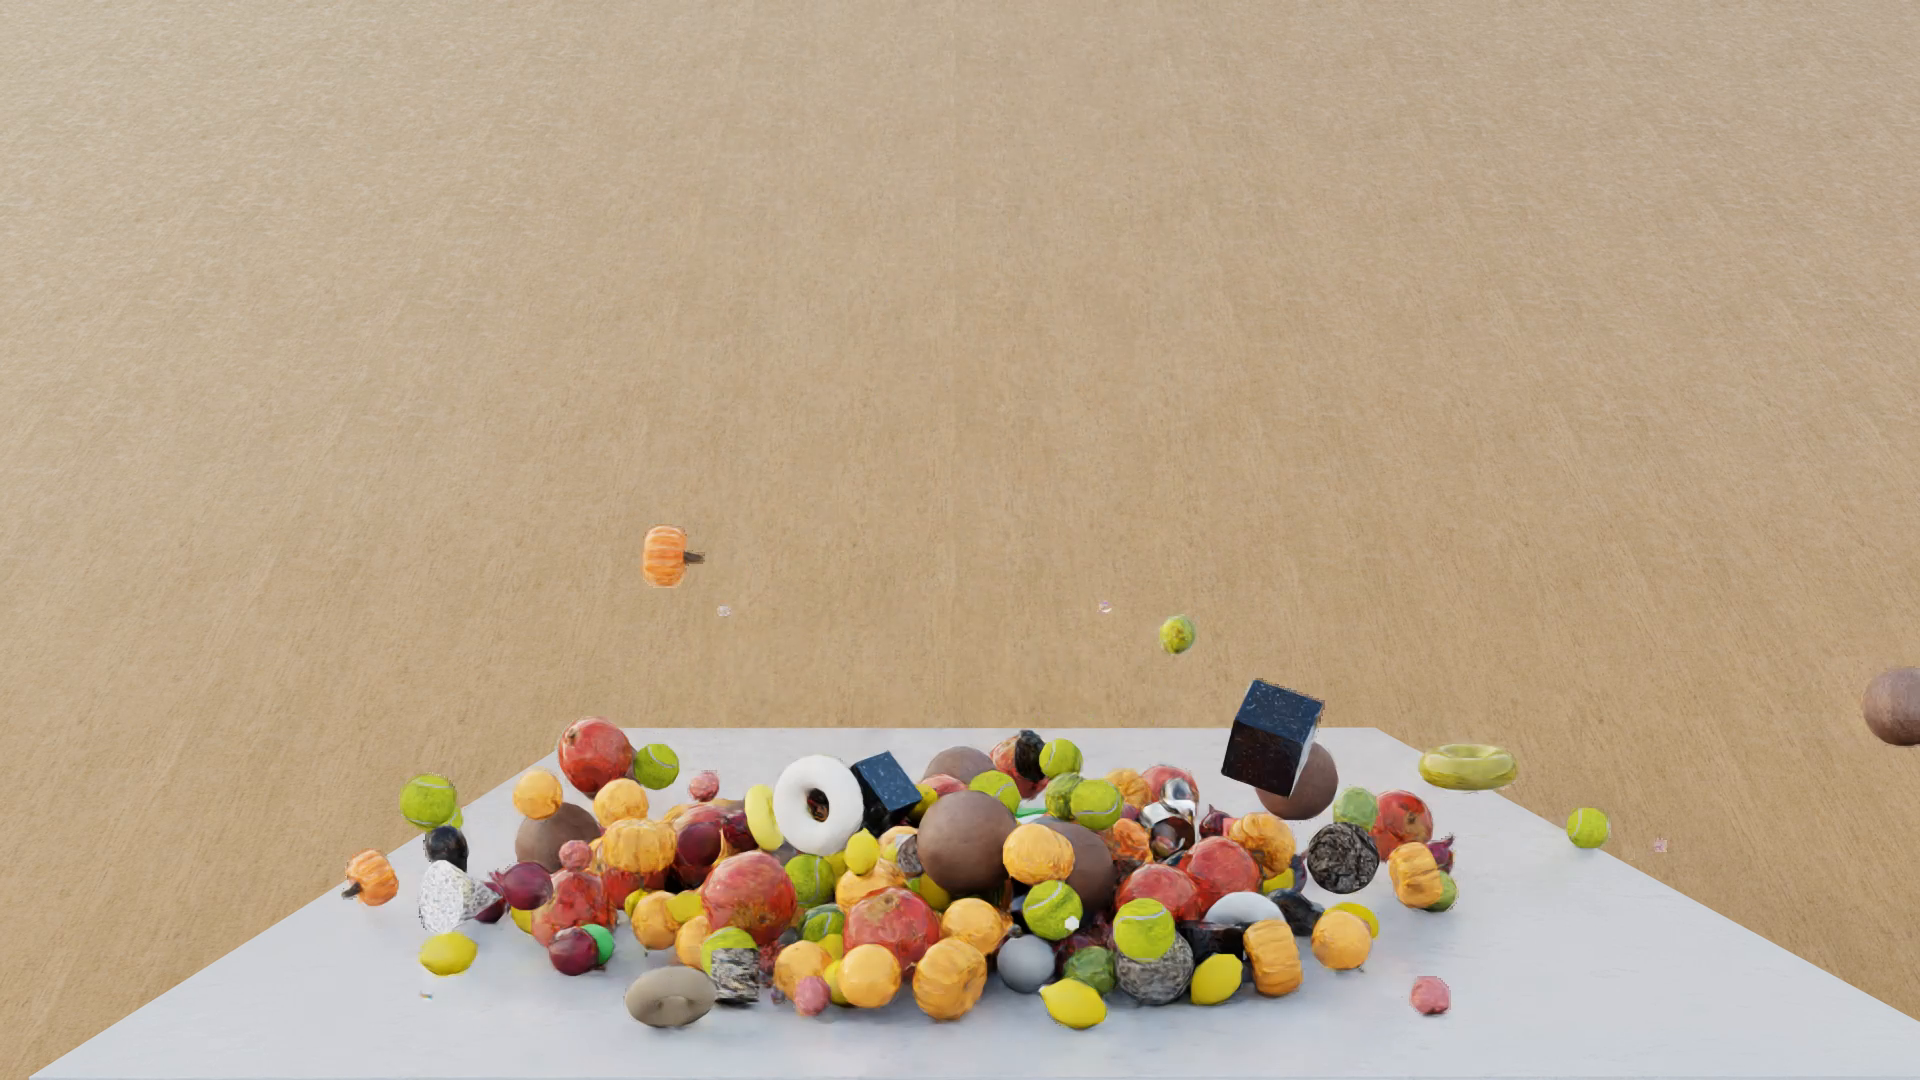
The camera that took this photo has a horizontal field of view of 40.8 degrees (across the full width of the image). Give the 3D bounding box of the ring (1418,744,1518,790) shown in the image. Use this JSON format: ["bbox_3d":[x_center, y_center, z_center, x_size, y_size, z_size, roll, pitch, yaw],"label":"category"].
[{"bbox_3d":[0.766,0.343,3.897,0.148,0.049,0.148,-2,8,0],"label":"ring"}]

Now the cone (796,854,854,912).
[{"bbox_3d":[-0.204,0.504,3.671,0.085,0.085,0.085,7,29,12],"label":"cone"}]

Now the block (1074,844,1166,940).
[{"bbox_3d":[0.205,0.461,3.357,0.096,0.096,0.096,22,0,5],"label":"block"}]

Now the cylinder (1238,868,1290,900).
[{"bbox_3d":[0.424,0.490,3.602,0.052,0.052,0.052,19,23,-16],"label":"cylinder"}]

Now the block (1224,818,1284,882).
[{"bbox_3d":[0.450,0.475,3.961,0.088,0.088,0.088,0,1,3],"label":"block"}]

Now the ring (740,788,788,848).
[{"bbox_3d":[-0.259,0.369,3.434,0.030,0.091,0.091,-33,28,7],"label":"ring"}]

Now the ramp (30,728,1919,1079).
[{"bbox_3d":[0.062,0.559,4.597,2.000,0.100,4.000,0,1,0],"label":"ramp"}]

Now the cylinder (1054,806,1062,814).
[{"bbox_3d":[0.196,0.484,4.401,0.057,0.057,0.057,1,21,44],"label":"cylinder"}]

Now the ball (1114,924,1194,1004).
[{"bbox_3d":[0.223,0.487,2.969,0.093,0.093,0.093,0,28,0],"label":"ball"}]

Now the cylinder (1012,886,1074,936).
[{"bbox_3d":[0.100,0.445,3.098,0.057,0.057,0.057,-9,22,26],"label":"cylinder"}]

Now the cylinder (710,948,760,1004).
[{"bbox_3d":[-0.257,0.499,2.954,0.057,0.057,0.057,-1,-16,0],"label":"cylinder"}]

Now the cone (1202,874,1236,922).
[{"bbox_3d":[0.346,0.479,3.358,0.094,0.094,0.094,1,-1,0],"label":"cone"}]

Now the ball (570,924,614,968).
[{"bbox_3d":[-0.456,0.503,3.203,0.054,0.054,0.054,0,28,0],"label":"ball"}]

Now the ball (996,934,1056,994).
[{"bbox_3d":[0.078,0.497,3.033,0.070,0.070,0.070,0,28,0],"label":"ball"}]

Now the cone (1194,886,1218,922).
[{"bbox_3d":[0.348,0.511,3.487,0.067,0.067,0.067,-1,64,1],"label":"cone"}]

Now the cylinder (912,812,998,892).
[{"bbox_3d":[-0.010,0.457,3.733,0.094,0.094,0.094,-28,40,26],"label":"cylinder"}]

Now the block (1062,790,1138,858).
[{"bbox_3d":[0.229,0.465,4.227,0.099,0.099,0.099,0,1,22],"label":"block"}]

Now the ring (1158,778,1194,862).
[{"bbox_3d":[0.335,0.437,4.012,0.046,0.137,0.137,2,27,-3],"label":"ring"}]

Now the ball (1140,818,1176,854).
[{"bbox_3d":[0.324,0.485,4.238,0.058,0.058,0.058,0,28,0],"label":"ball"}]

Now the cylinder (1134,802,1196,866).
[{"bbox_3d":[0.305,0.438,3.847,0.076,0.076,0.076,-5,11,-9],"label":"cylinder"}]

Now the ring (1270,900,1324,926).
[{"bbox_3d":[0.452,0.508,3.525,0.092,0.031,0.092,2,-5,0],"label":"ring"}]

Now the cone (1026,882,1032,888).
[{"bbox_3d":[0.094,0.498,3.644,0.051,0.051,0.051,0,1,0],"label":"cone"}]

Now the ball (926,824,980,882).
[{"bbox_3d":[-0.011,0.413,3.406,0.076,0.076,0.076,0,28,0],"label":"ball"}]

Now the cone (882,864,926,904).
[{"bbox_3d":[-0.066,0.507,3.731,0.066,0.066,0.066,-18,39,-31],"label":"cone"}]

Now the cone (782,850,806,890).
[{"bbox_3d":[-0.237,0.490,3.876,0.059,0.059,0.059,0,1,0],"label":"cone"}]

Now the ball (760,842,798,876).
[{"bbox_3d":[-0.243,0.429,3.483,0.050,0.050,0.050,0,28,0],"label":"ball"}]

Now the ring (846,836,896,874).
[{"bbox_3d":[-0.128,0.452,3.709,0.075,0.025,0.075,-9,30,5],"label":"ring"}]

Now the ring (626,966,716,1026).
[{"bbox_3d":[-0.316,0.500,2.825,0.098,0.098,0.033,-5,50,-9],"label":"ring"}]

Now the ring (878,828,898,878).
[{"bbox_3d":[-0.117,0.464,3.939,0.038,0.113,0.113,-10,29,-8],"label":"ring"}]

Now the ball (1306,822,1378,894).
[{"bbox_3d":[0.506,0.421,3.419,0.095,0.095,0.095,0,28,0],"label":"ball"}]

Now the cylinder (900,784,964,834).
[{"bbox_3d":[-0.048,0.465,4.423,0.092,0.092,0.092,1,27,12],"label":"cylinder"}]

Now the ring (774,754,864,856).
[{"bbox_3d":[-0.179,0.337,3.272,0.129,0.129,0.043,16,11,28],"label":"ring"}]

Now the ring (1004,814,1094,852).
[{"bbox_3d":[0.131,0.439,3.836,0.134,0.045,0.134,-3,8,0],"label":"ring"}]

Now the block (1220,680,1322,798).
[{"bbox_3d":[0.403,0.257,3.338,0.093,0.093,0.093,19,37,13],"label":"block"}]

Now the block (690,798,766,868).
[{"bbox_3d":[-0.351,0.460,4.054,0.095,0.095,0.095,0,-12,27],"label":"block"}]

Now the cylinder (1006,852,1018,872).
[{"bbox_3d":[0.108,0.480,3.974,0.064,0.064,0.064,12,-1,0],"label":"cylinder"}]

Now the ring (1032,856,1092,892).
[{"bbox_3d":[0.161,0.499,3.857,0.130,0.043,0.130,-1,2,0],"label":"ring"}]

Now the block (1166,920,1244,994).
[{"bbox_3d":[0.282,0.491,3.045,0.073,0.073,0.073,2,-2,38],"label":"block"}]

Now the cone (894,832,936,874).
[{"bbox_3d":[-0.068,0.381,3.236,0.054,0.054,0.054,-16,36,-28],"label":"cone"}]

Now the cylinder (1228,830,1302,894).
[{"bbox_3d":[0.434,0.463,3.675,0.078,0.078,0.078,-11,17,-20],"label":"cylinder"}]

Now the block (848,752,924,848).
[{"bbox_3d":[-0.126,0.369,3.684,0.086,0.086,0.086,52,31,15],"label":"block"}]

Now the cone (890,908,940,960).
[{"bbox_3d":[-0.047,0.514,3.280,0.068,0.068,0.068,-9,31,-16],"label":"cone"}]

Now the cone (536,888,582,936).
[{"bbox_3d":[-0.528,0.512,3.461,0.064,0.064,0.064,-11,50,-20],"label":"cone"}]

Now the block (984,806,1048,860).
[{"bbox_3d":[0.091,0.477,4.195,0.077,0.077,0.077,0,1,27],"label":"block"}]

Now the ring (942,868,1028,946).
[{"bbox_3d":[0.033,0.482,3.394,0.126,0.042,0.126,-19,32,13],"label":"ring"}]

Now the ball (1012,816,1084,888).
[{"bbox_3d":[0.116,0.412,3.402,0.094,0.094,0.094,0,28,0],"label":"ball"}]

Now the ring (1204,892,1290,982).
[{"bbox_3d":[0.343,0.477,3.104,0.109,0.109,0.036,11,2,21],"label":"ring"}]
